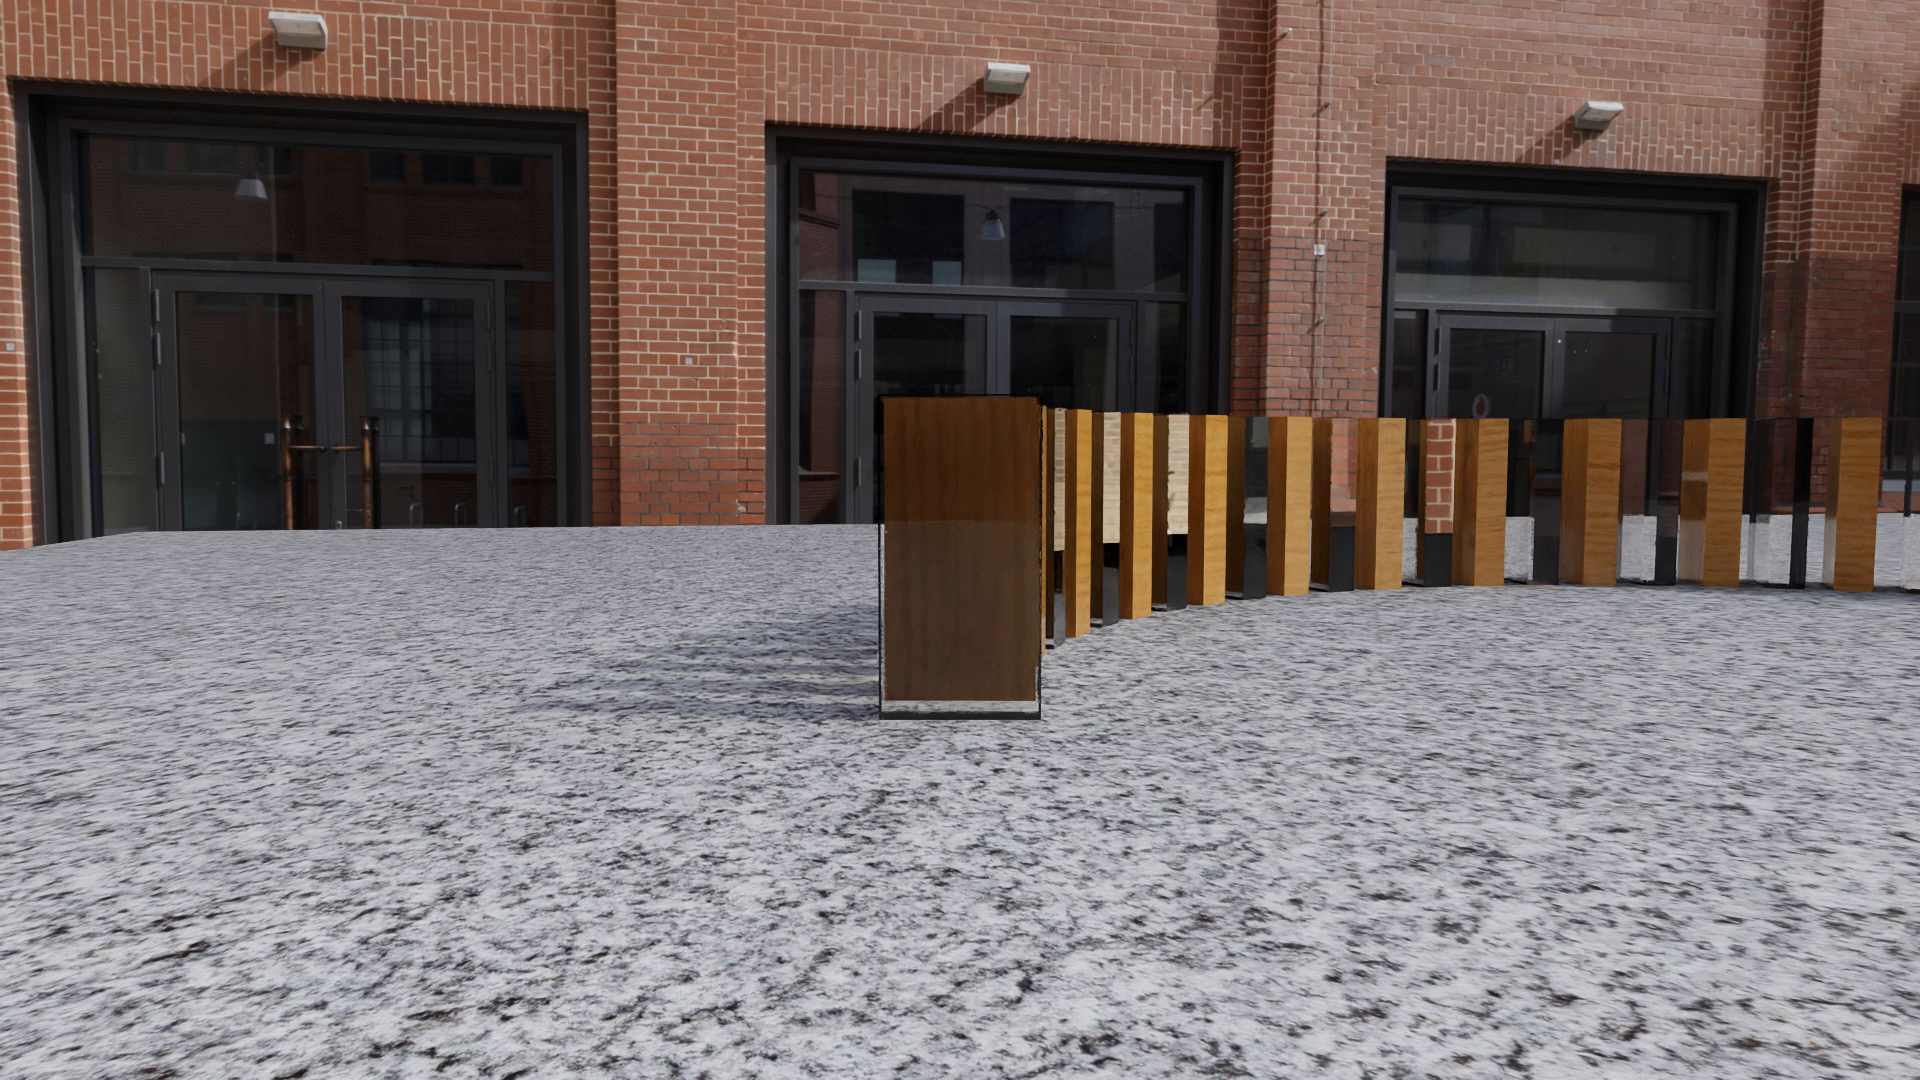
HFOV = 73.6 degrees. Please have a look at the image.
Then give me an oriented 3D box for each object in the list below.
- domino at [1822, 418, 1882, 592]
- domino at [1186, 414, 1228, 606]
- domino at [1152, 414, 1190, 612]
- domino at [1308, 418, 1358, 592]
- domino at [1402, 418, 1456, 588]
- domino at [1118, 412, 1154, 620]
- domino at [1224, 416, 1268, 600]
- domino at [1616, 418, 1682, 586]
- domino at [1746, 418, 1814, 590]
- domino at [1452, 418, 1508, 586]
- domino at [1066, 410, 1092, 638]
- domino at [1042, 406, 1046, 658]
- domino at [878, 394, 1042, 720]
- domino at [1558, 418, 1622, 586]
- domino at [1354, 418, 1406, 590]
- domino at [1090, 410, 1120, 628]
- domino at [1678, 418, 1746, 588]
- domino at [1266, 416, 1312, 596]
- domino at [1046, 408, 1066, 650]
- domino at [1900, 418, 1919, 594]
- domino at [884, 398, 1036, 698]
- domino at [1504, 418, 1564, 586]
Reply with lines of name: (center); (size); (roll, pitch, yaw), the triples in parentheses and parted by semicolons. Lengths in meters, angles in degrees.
domino: (0.264, -0.011, 0.380); (0.009, 0.050, 0.025); (2, 5, 27)
domino: (0.059, -0.009, 0.348); (0.009, 0.050, 0.025); (-4, 6, -43)
domino: (0.046, -0.008, 0.335); (0.025, 0.050, 0.010); (4, 6, 42)
domino: (0.104, -0.011, 0.379); (0.009, 0.050, 0.025); (-2, 5, -26)
domino: (0.139, -0.012, 0.391); (0.010, 0.050, 0.025); (-1, 4, -14)
domino: (0.035, -0.007, 0.321); (0.025, 0.050, 0.010); (3, 5, 36)
domino: (0.073, -0.009, 0.360); (0.010, 0.050, 0.025); (-3, 5, -37)
domino: (0.211, -0.012, 0.396); (0.009, 0.050, 0.025); (1, 4, 8)
domino: (0.247, -0.011, 0.387); (0.010, 0.050, 0.025); (1, 5, 19)
domino: (0.157, -0.012, 0.395); (0.009, 0.050, 0.025); (-1, 4, -9)
domino: (0.016, -0.004, 0.290); (0.025, 0.050, 0.010); (2, 5, 25)
domino: (0.004, -0.002, 0.255); (0.025, 0.050, 0.010); (1, 4, 14)
domino: (0.000, 0.002, 0.201); (0.025, 0.050, 0.009); (0, 4, 0)
domino: (0.193, -0.012, 0.397); (0.009, 0.050, 0.025); (0, 4, 2)
domino: (0.121, -0.011, 0.386); (0.010, 0.050, 0.025); (-2, 5, -20)
domino: (0.025, -0.005, 0.306); (0.025, 0.050, 0.009); (3, 5, 30)
domino: (0.229, -0.012, 0.392); (0.010, 0.050, 0.025); (1, 4, 14)
domino: (0.088, -0.010, 0.370); (0.009, 0.050, 0.025); (-3, 5, -31)
domino: (0.009, -0.003, 0.273); (0.025, 0.050, 0.010); (2, 5, 19)
domino: (0.280, -0.010, 0.371); (0.009, 0.050, 0.025); (3, 5, 33)
domino: (0.000, 0.001, 0.219); (0.025, 0.050, 0.009); (0, 4, 1)
domino: (0.175, -0.012, 0.397); (0.010, 0.050, 0.025); (0, 4, -3)
